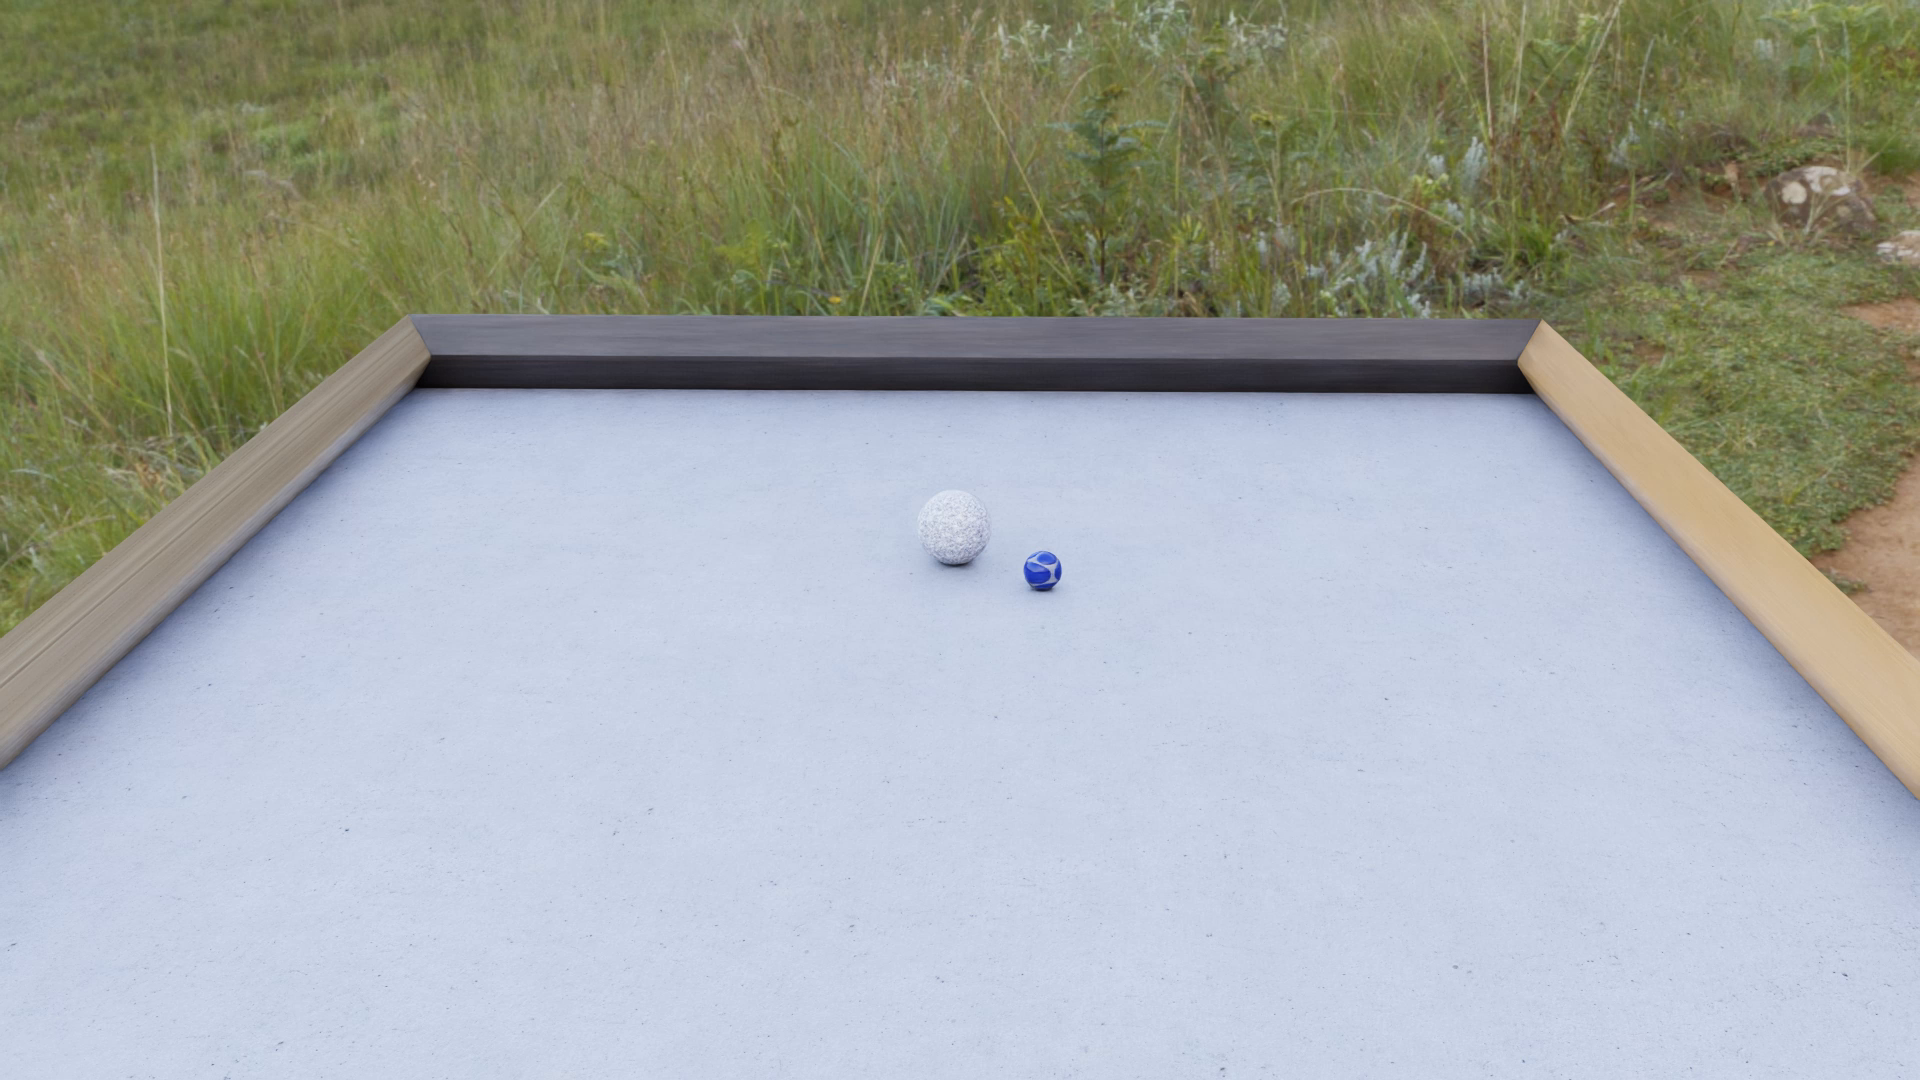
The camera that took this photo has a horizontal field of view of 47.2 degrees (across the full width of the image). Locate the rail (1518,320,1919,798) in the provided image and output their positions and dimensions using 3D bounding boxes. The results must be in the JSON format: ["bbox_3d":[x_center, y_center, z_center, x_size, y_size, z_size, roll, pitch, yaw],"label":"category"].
[{"bbox_3d":[0.856,0.253,1.785,0.045,0.119,3.563,0,18,1],"label":"rail"}]

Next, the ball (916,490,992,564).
[{"bbox_3d":[-0.007,-0.016,2.671,0.092,0.092,0.092,0,18,0],"label":"ball"}]

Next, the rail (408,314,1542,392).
[{"bbox_3d":[0.019,-0.290,3.476,1.799,0.119,0.045,0,18,1],"label":"rail"}]

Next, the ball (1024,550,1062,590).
[{"bbox_3d":[0.097,0.036,2.584,0.046,0.046,0.046,0,18,0],"label":"ball"}]

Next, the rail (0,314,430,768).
[{"bbox_3d":[-0.895,0.241,1.821,0.045,0.119,3.563,0,18,1],"label":"rail"}]
